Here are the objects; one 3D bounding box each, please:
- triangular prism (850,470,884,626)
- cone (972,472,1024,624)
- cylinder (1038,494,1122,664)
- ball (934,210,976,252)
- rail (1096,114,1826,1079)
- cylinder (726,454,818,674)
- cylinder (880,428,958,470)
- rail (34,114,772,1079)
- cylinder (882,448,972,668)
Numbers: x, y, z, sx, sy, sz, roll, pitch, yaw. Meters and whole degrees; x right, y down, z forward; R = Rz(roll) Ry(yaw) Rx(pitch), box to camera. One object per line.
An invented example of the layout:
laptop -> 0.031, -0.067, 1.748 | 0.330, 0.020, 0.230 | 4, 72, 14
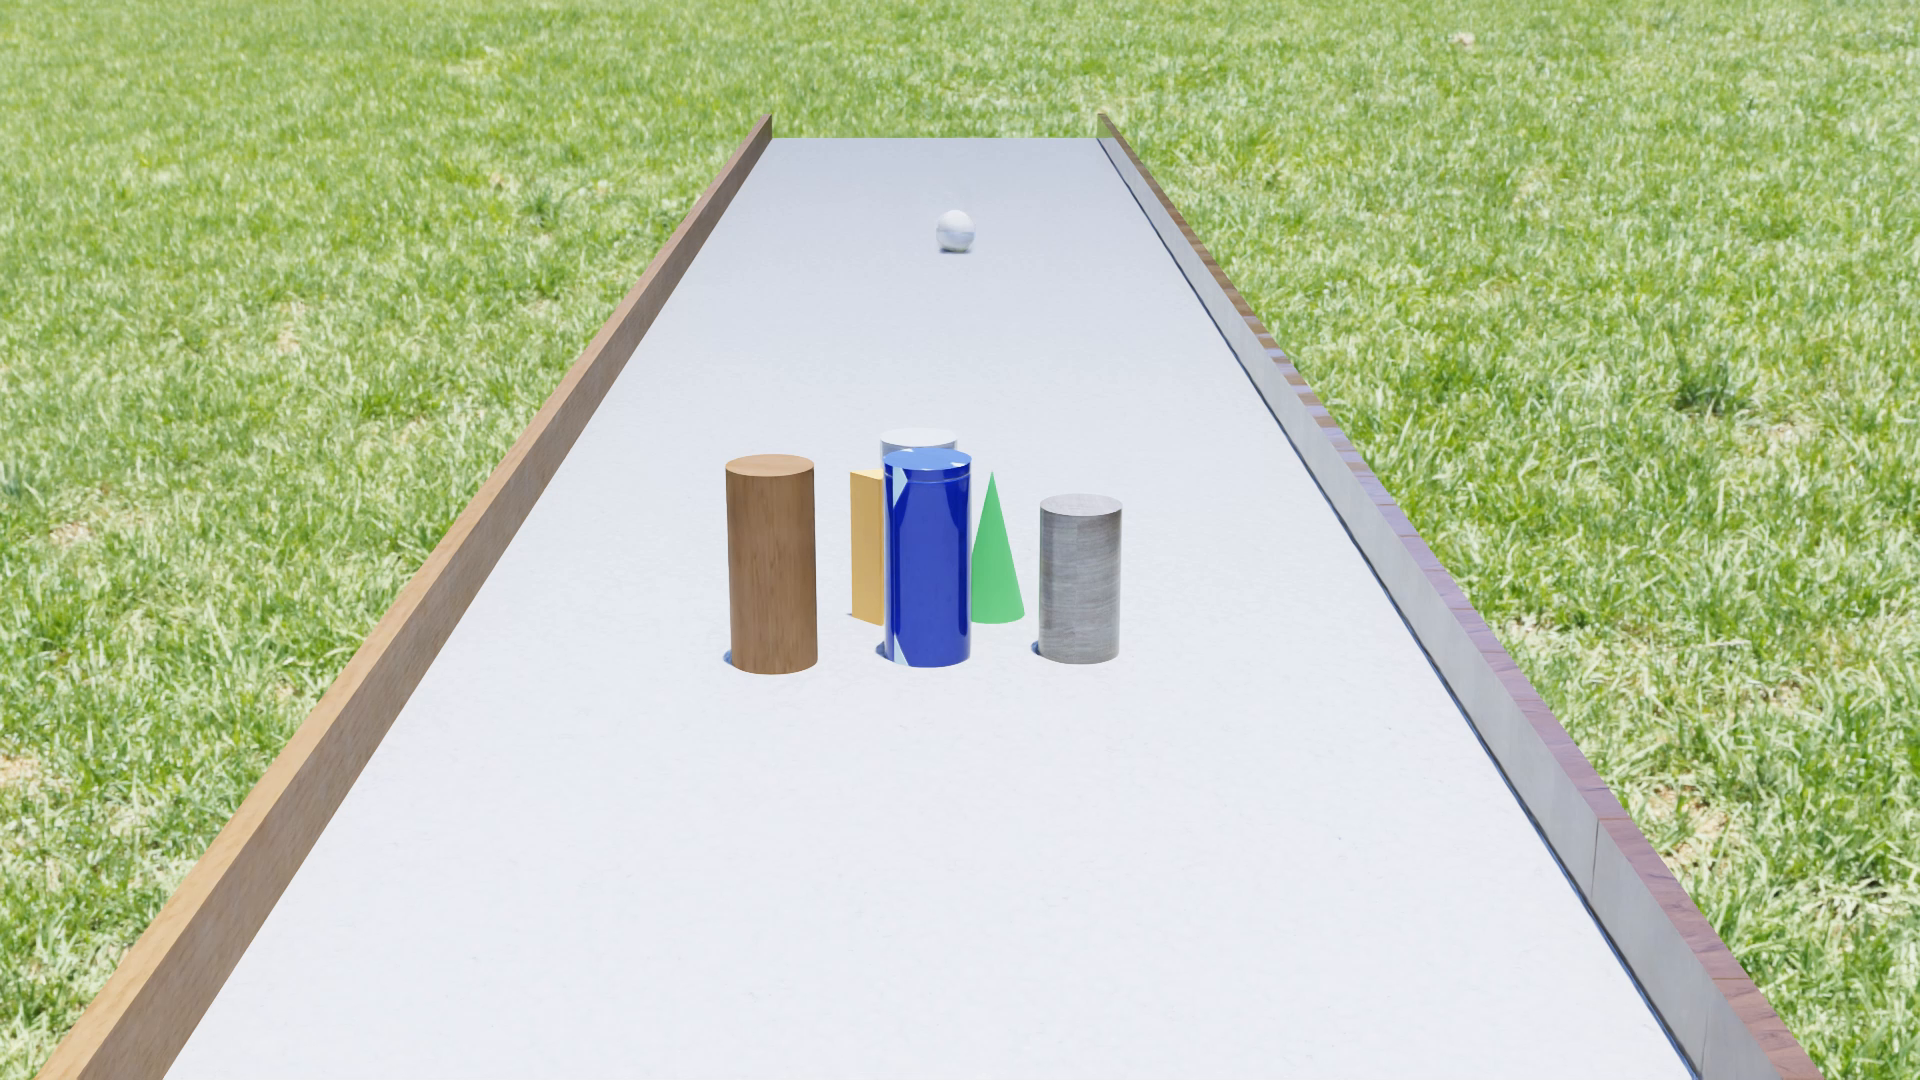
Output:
triangular prism -> -0.170, 0.011, 4.629 | 0.091, 0.319, 0.078 | 16, 23, 43
cone -> 0.067, 0.004, 4.655 | 0.144, 0.318, 0.144 | 0, 17, 0
cylinder -> 0.241, 0.077, 4.424 | 0.165, 0.309, 0.165 | 0, 17, 0
ball -> -0.019, -1.310, 9.324 | 0.176, 0.176, 0.176 | 0, 17, 0
rail -> 0.932, -0.844, 7.801 | 0.050, 0.150, 12.000 | 0, 17, -1
cylinder -> -0.372, 0.047, 4.358 | 0.174, 0.405, 0.174 | 0, 17, 0
cylinder -> -0.091, -0.066, 4.862 | 0.172, 0.335, 0.172 | 0, 17, 0
rail -> -1.118, -0.838, 7.780 | 0.050, 0.150, 12.000 | 0, 17, -1
cylinder -> -0.064, 0.035, 4.397 | 0.177, 0.407, 0.177 | 0, 17, 0
